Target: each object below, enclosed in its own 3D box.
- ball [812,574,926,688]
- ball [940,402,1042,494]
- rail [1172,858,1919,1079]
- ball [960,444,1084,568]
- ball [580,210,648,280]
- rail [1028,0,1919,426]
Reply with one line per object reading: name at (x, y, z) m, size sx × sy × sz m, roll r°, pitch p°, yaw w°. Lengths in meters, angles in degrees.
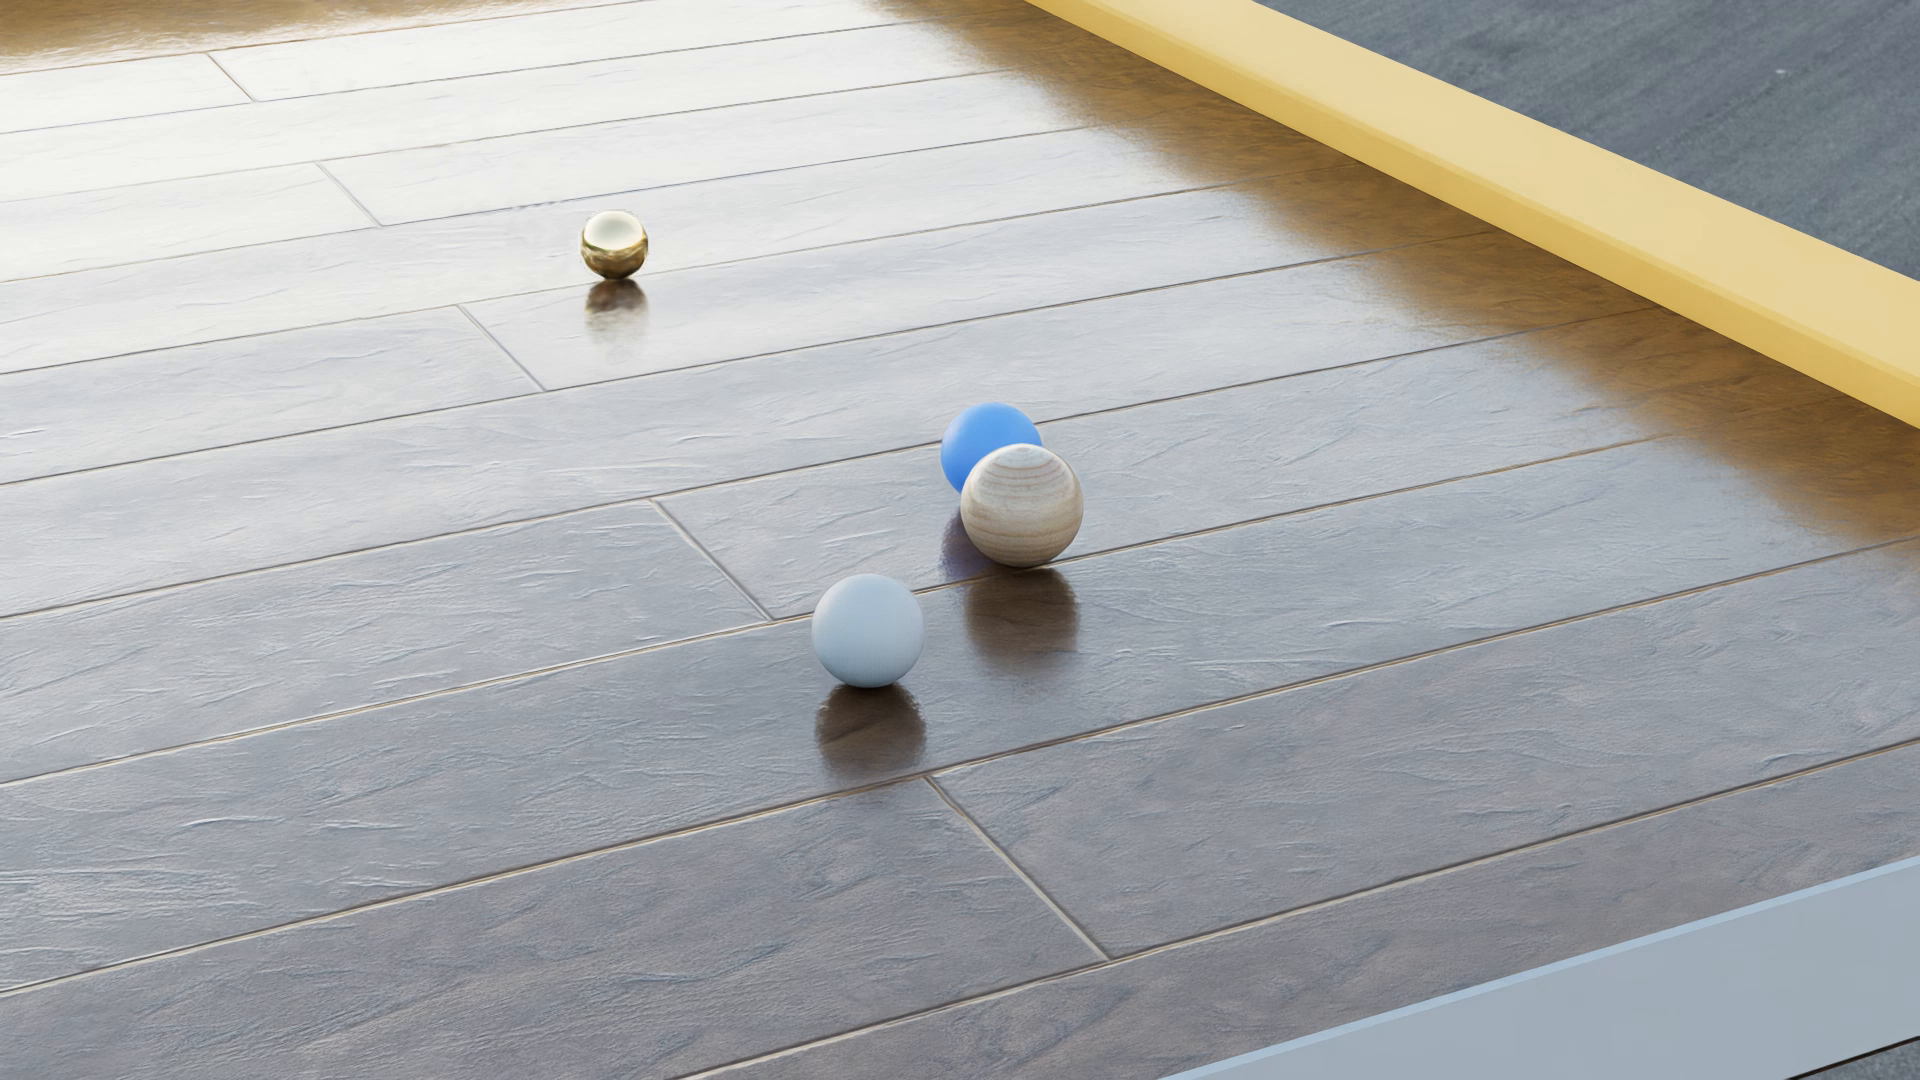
ball at (-0.062, 0.062, 2.009) m, size 0.078 × 0.078 × 0.078 m, roll 0°, pitch 24°, yaw 0°
ball at (0.025, -0.068, 2.293) m, size 0.080 × 0.080 × 0.080 m, roll 0°, pitch 24°, yaw 0°
rail at (0.323, 0.253, 1.535) m, size 1.716 × 0.120 × 0.045 m, roll -11°, pitch 27°, yaw -24°
ball at (0.046, -0.026, 2.186) m, size 0.092 × 0.092 × 0.092 m, roll 0°, pitch 24°, yaw 0°
ball at (-0.327, -0.278, 2.777) m, size 0.065 × 0.065 × 0.065 m, roll 0°, pitch 24°, yaw 0°
rail at (0.415, -0.449, 3.084) m, size 0.045 × 0.120 × 3.018 m, roll -11°, pitch 27°, yaw -24°
